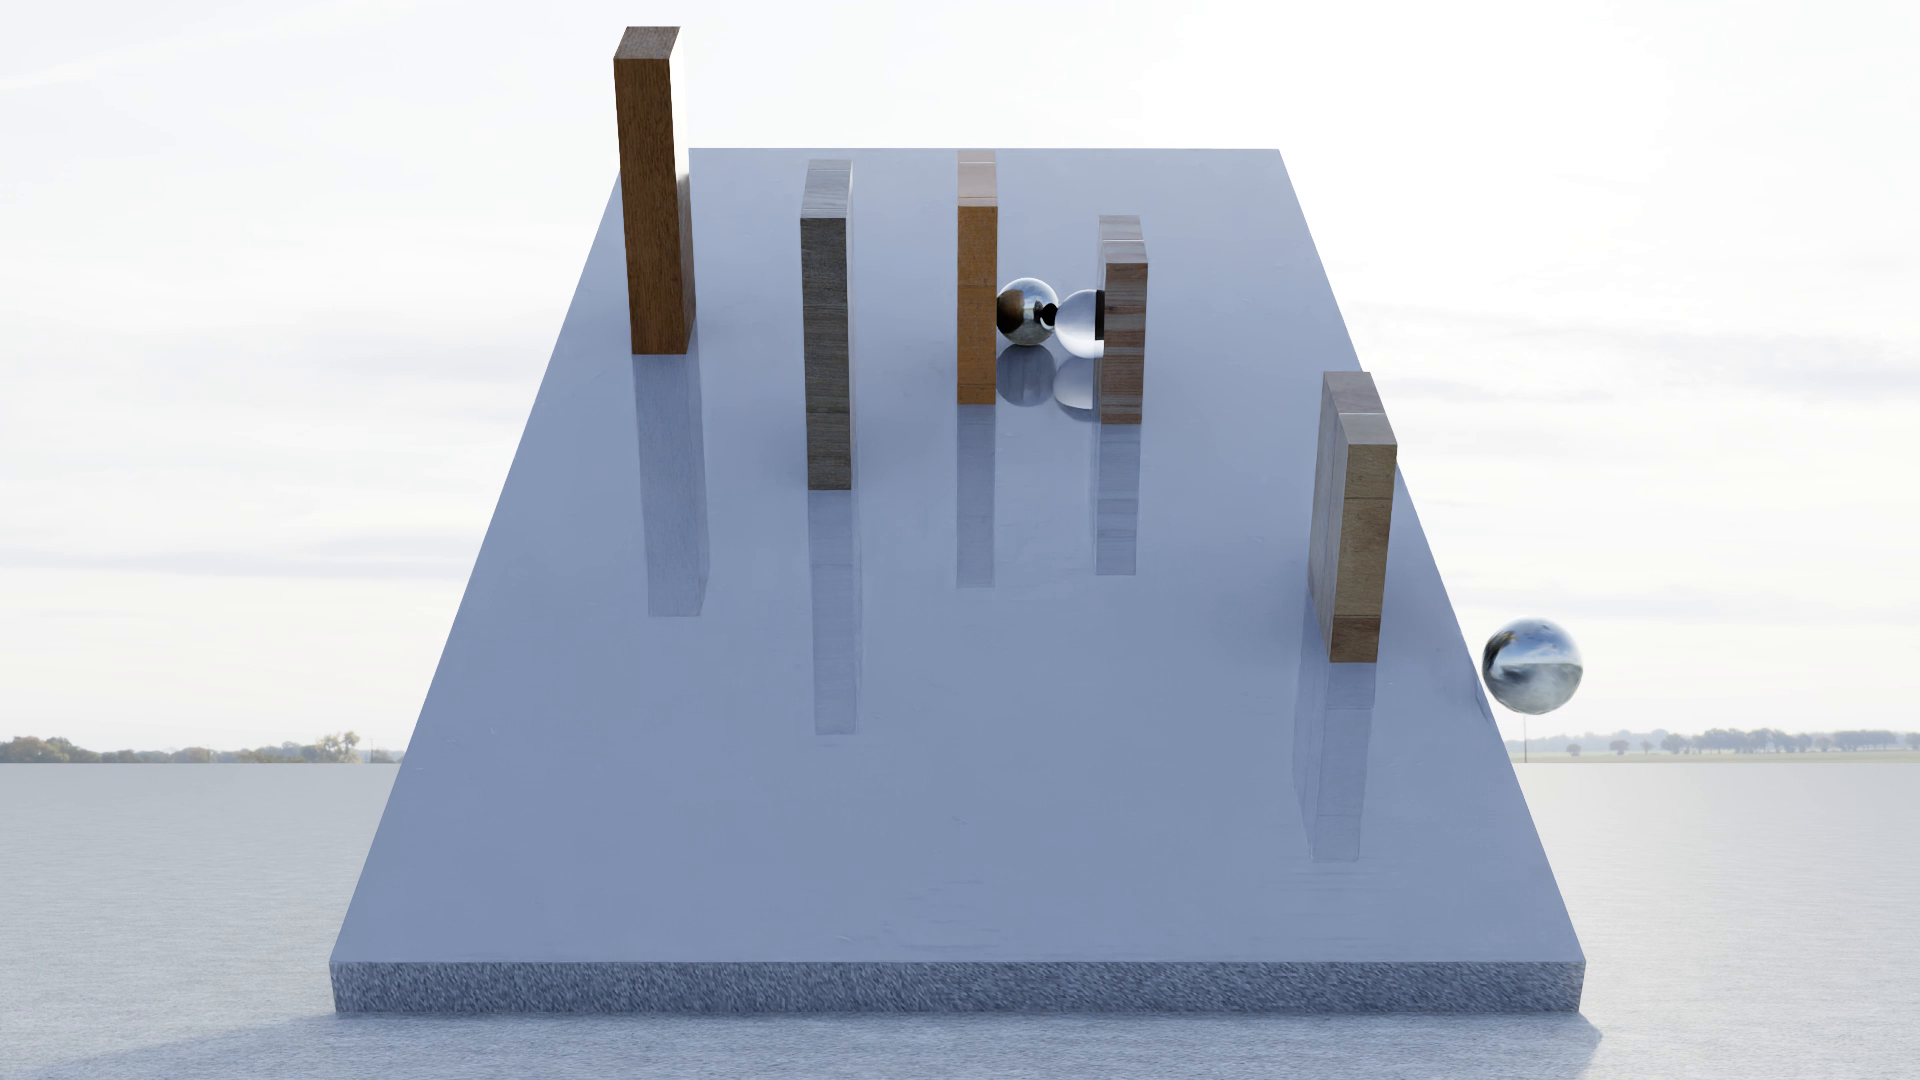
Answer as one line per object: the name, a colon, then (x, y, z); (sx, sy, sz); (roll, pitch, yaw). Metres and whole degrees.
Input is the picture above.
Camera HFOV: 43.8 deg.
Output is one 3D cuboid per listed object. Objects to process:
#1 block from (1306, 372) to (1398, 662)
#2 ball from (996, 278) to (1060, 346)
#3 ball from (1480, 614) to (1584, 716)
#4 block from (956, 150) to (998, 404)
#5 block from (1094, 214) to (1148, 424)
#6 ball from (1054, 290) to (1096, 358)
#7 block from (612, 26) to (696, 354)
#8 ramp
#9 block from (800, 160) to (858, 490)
block: (0.760, -0.047, 4.650); (0.091, 0.468, 0.331); (0, 28, 0)
ball: (0.168, -0.569, 5.949); (0.169, 0.169, 0.169); (0, -5, 0)
ball: (1.090, 0.238, 4.547); (0.191, 0.191, 0.191); (0, -5, 0)
block: (0.039, -0.632, 5.719); (0.091, 0.495, 0.390); (0, 28, 0)
block: (0.376, -0.520, 5.611); (0.095, 0.401, 0.312); (0, 28, 0)
ball: (0.318, -0.532, 5.877); (0.171, 0.171, 0.171); (0, -5, 0)
block: (-0.746, -0.856, 5.865); (0.133, 0.750, 0.275); (0, 28, 0)
ramp: (-0.011, -0.223, 5.582); (2.000, 0.100, 4.000); (0, 28, 0)
block: (-0.287, -0.478, 5.278); (0.095, 0.634, 0.373); (0, 28, 0)
